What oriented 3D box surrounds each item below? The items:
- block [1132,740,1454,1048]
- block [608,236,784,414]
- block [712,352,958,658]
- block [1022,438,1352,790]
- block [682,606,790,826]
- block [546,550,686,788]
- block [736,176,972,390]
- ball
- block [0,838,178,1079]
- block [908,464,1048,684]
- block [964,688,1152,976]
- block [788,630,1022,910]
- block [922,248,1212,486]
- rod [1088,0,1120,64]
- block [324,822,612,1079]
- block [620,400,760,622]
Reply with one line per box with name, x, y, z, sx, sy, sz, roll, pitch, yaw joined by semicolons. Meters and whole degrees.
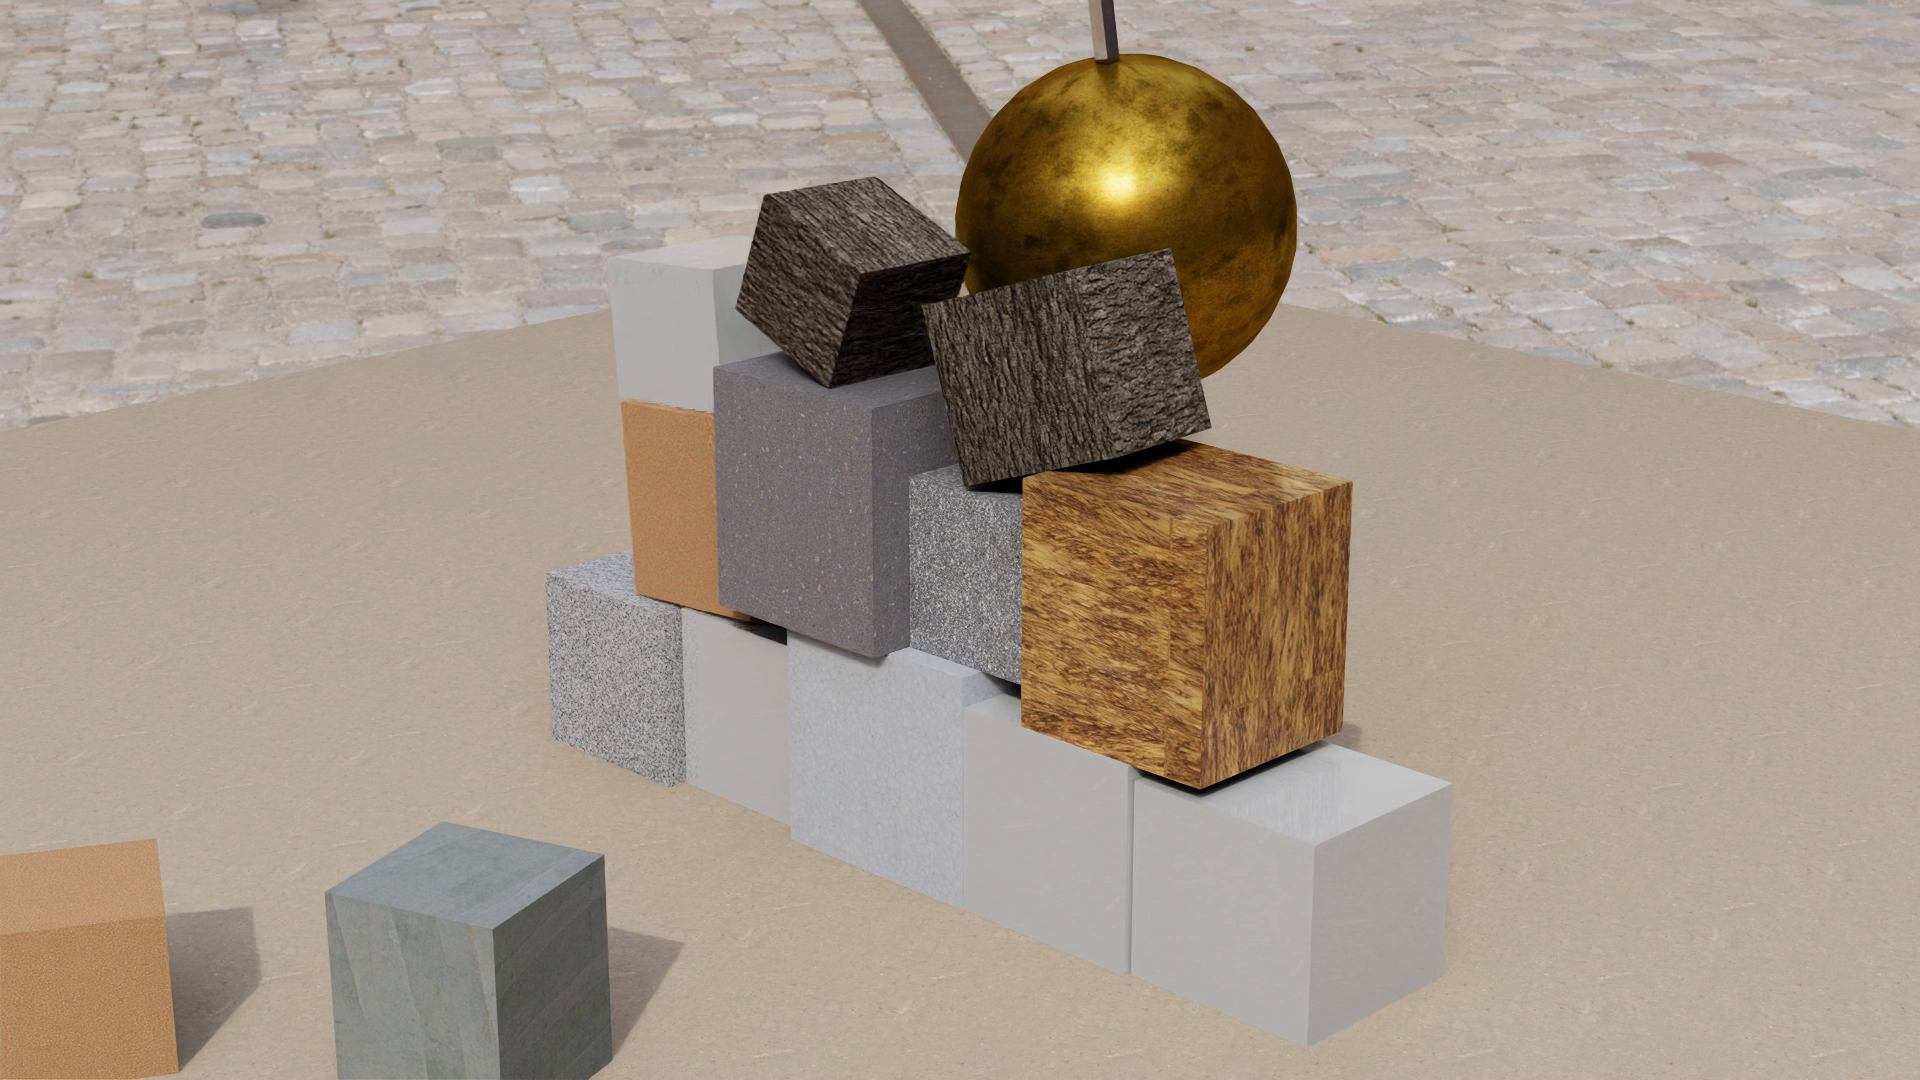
block;1.388;1.429;12.321;0.919;0.885;0.950;-17;24;-42
block;-1.129;-1.059;14.270;0.783;0.694;0.807;-16;19;-41
block;-0.357;-0.251;13.563;1.125;1.144;1.052;-17;24;-42
block;0.950;0.278;12.404;1.006;1.112;0.939;17;24;42
block;-0.751;0.771;14.370;0.832;0.912;0.873;-17;24;-42
block;-1.402;0.585;14.988;1.027;0.896;0.938;-17;24;-42
block;-0.485;-1.169;13.219;0.663;0.600;0.688;-16;45;-41
ball;0.775;-1.465;13.694;1.600;1.600;1.600;0;17;0
block;-3.568;1.707;11.776;0.748;0.682;0.792;-5;18;-16
block;0.326;0.102;13.024;0.780;0.796;0.776;17;24;42
block;0.704;1.189;12.961;0.983;0.960;0.963;-17;24;-42
block;-0.042;0.900;13.646;1.131;1.101;1.008;16;24;42
block;0.463;-0.744;12.639;0.836;0.797;0.714;-10;5;40
rod;0.336;-4.522;12.273;0.080;5.200;0.080;17;34;42
block;-1.899;1.708;11.419;0.764;0.894;0.763;8;19;25
block;-1.030;-0.227;14.362;0.826;0.968;0.861;-17;20;-42
